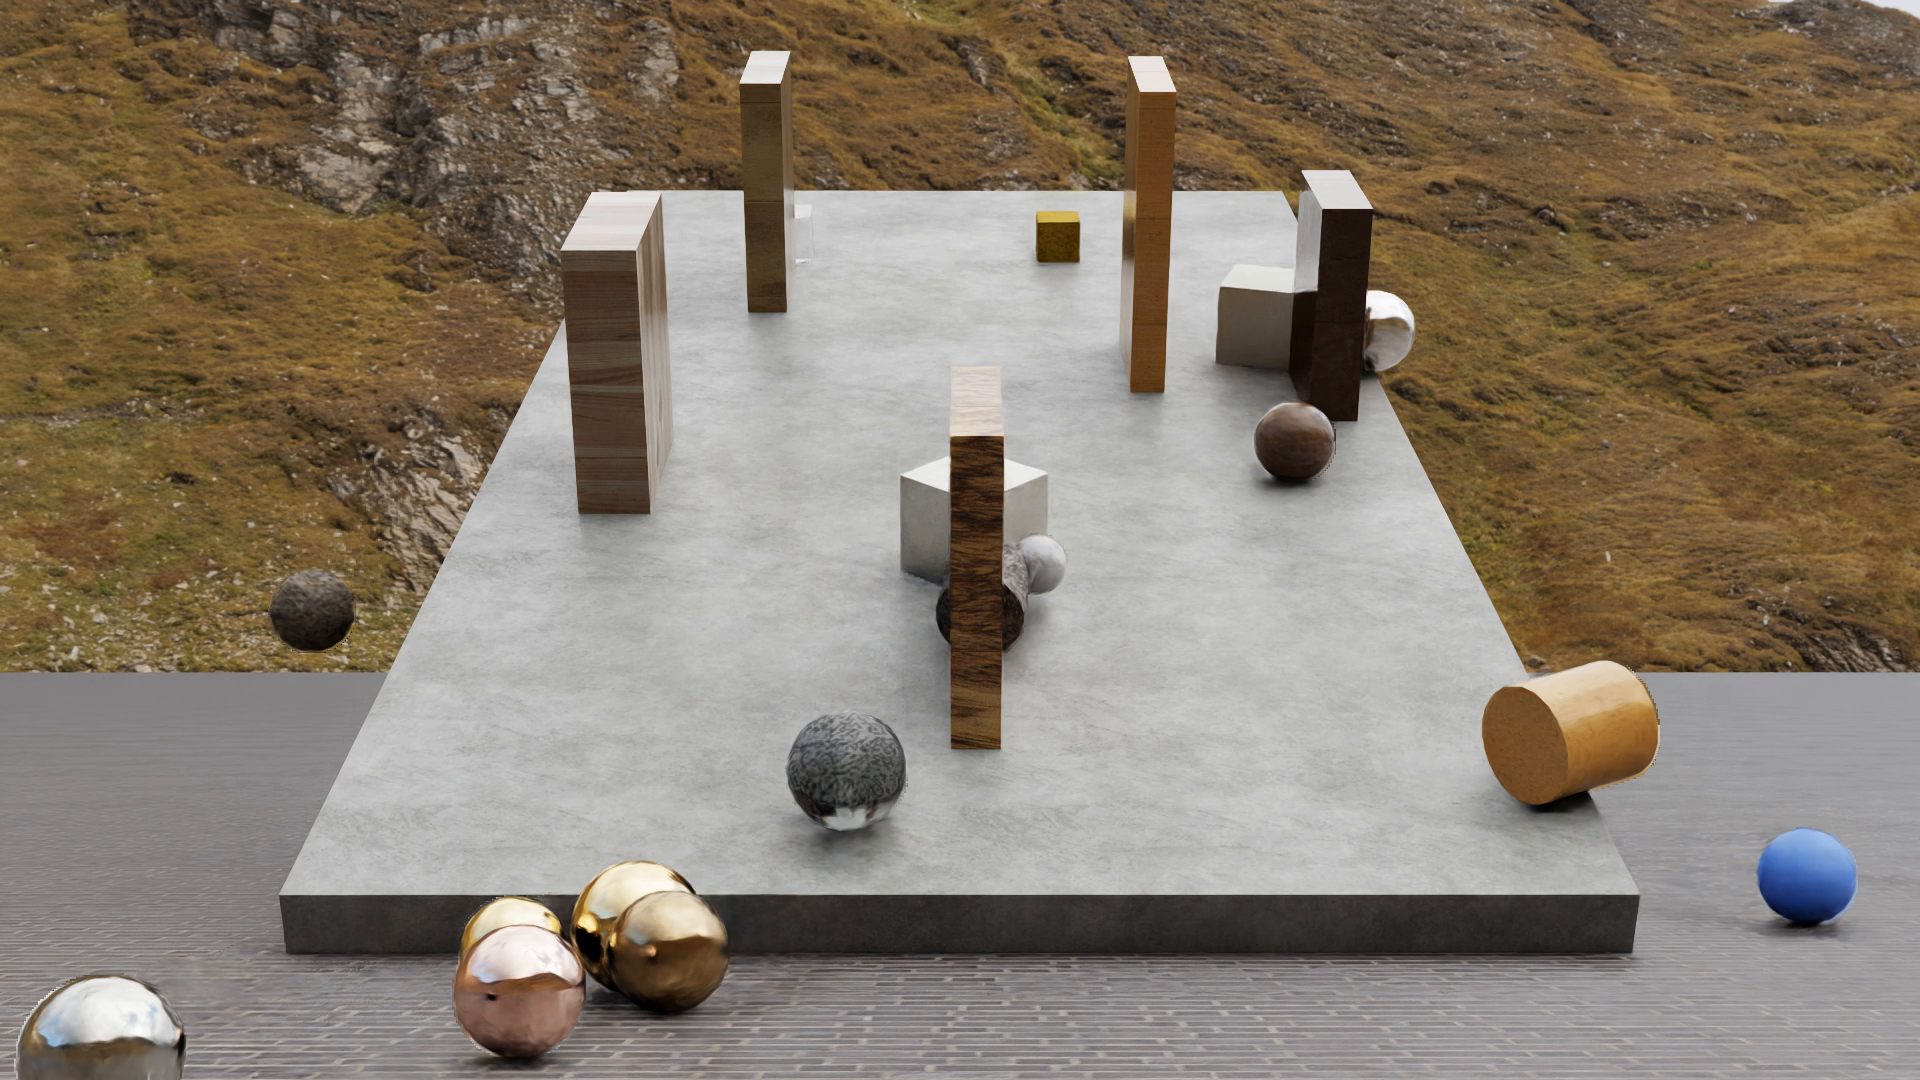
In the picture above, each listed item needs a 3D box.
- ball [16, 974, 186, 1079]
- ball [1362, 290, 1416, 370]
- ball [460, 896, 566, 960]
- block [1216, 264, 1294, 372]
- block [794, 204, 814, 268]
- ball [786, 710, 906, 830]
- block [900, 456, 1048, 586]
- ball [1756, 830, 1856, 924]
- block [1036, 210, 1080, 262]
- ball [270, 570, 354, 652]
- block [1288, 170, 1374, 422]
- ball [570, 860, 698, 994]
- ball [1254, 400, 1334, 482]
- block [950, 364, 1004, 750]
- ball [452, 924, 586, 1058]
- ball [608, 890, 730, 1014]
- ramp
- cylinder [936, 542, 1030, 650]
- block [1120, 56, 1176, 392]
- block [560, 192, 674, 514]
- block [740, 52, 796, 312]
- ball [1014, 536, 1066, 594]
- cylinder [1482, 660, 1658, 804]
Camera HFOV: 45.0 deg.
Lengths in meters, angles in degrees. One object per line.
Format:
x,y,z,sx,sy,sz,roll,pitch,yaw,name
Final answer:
-0.778,0.467,2.102,0.145,0.145,0.145,0,-3,0,ball
0.991,-0.500,5.530,0.190,0.190,0.190,0,-3,0,ball
-0.563,0.518,2.925,0.133,0.133,0.133,0,-3,0,ball
0.740,-0.539,5.613,0.196,0.196,0.196,7,24,16,block
-0.477,-0.834,6.359,0.140,0.140,0.140,0,23,-1,block
-0.174,0.353,3.559,0.185,0.185,0.185,0,-3,0,ball
0.027,-0.034,4.436,0.200,0.200,0.200,20,30,38,block
1.400,0.556,3.833,0.155,0.155,0.155,0,-3,0,ball
0.270,-0.838,6.405,0.115,0.115,0.115,0,23,-1,block
-1.463,0.159,5.237,0.185,0.185,0.185,0,-3,0,ball
0.842,-0.560,5.289,0.111,0.493,0.332,0,23,0,block
-0.416,0.500,2.996,0.173,0.173,0.173,0,-3,0,ball
0.704,-0.208,4.882,0.169,0.169,0.169,0,-3,0,ball
0.026,0.024,3.858,0.083,0.551,0.338,0,23,0,block
-0.480,0.491,2.529,0.144,0.144,0.144,0,-3,0,ball
-0.357,0.505,2.846,0.150,0.150,0.150,0,-3,0,ball
-0.008,-0.227,5.259,2.000,0.100,4.000,0,23,0,ramp
0.043,0.103,4.166,0.156,0.156,0.156,0,24,7,cylinder
0.437,-0.744,5.444,0.081,0.705,0.378,0,23,0,block
-0.706,-0.395,4.818,0.147,0.556,0.435,0,23,0,block
-0.496,-0.935,6.025,0.101,0.592,0.392,0,23,0,block
0.143,0.046,4.274,0.109,0.109,0.109,0,-3,0,ball
0.964,0.304,3.668,0.191,0.191,0.191,-12,3,-28,cylinder
